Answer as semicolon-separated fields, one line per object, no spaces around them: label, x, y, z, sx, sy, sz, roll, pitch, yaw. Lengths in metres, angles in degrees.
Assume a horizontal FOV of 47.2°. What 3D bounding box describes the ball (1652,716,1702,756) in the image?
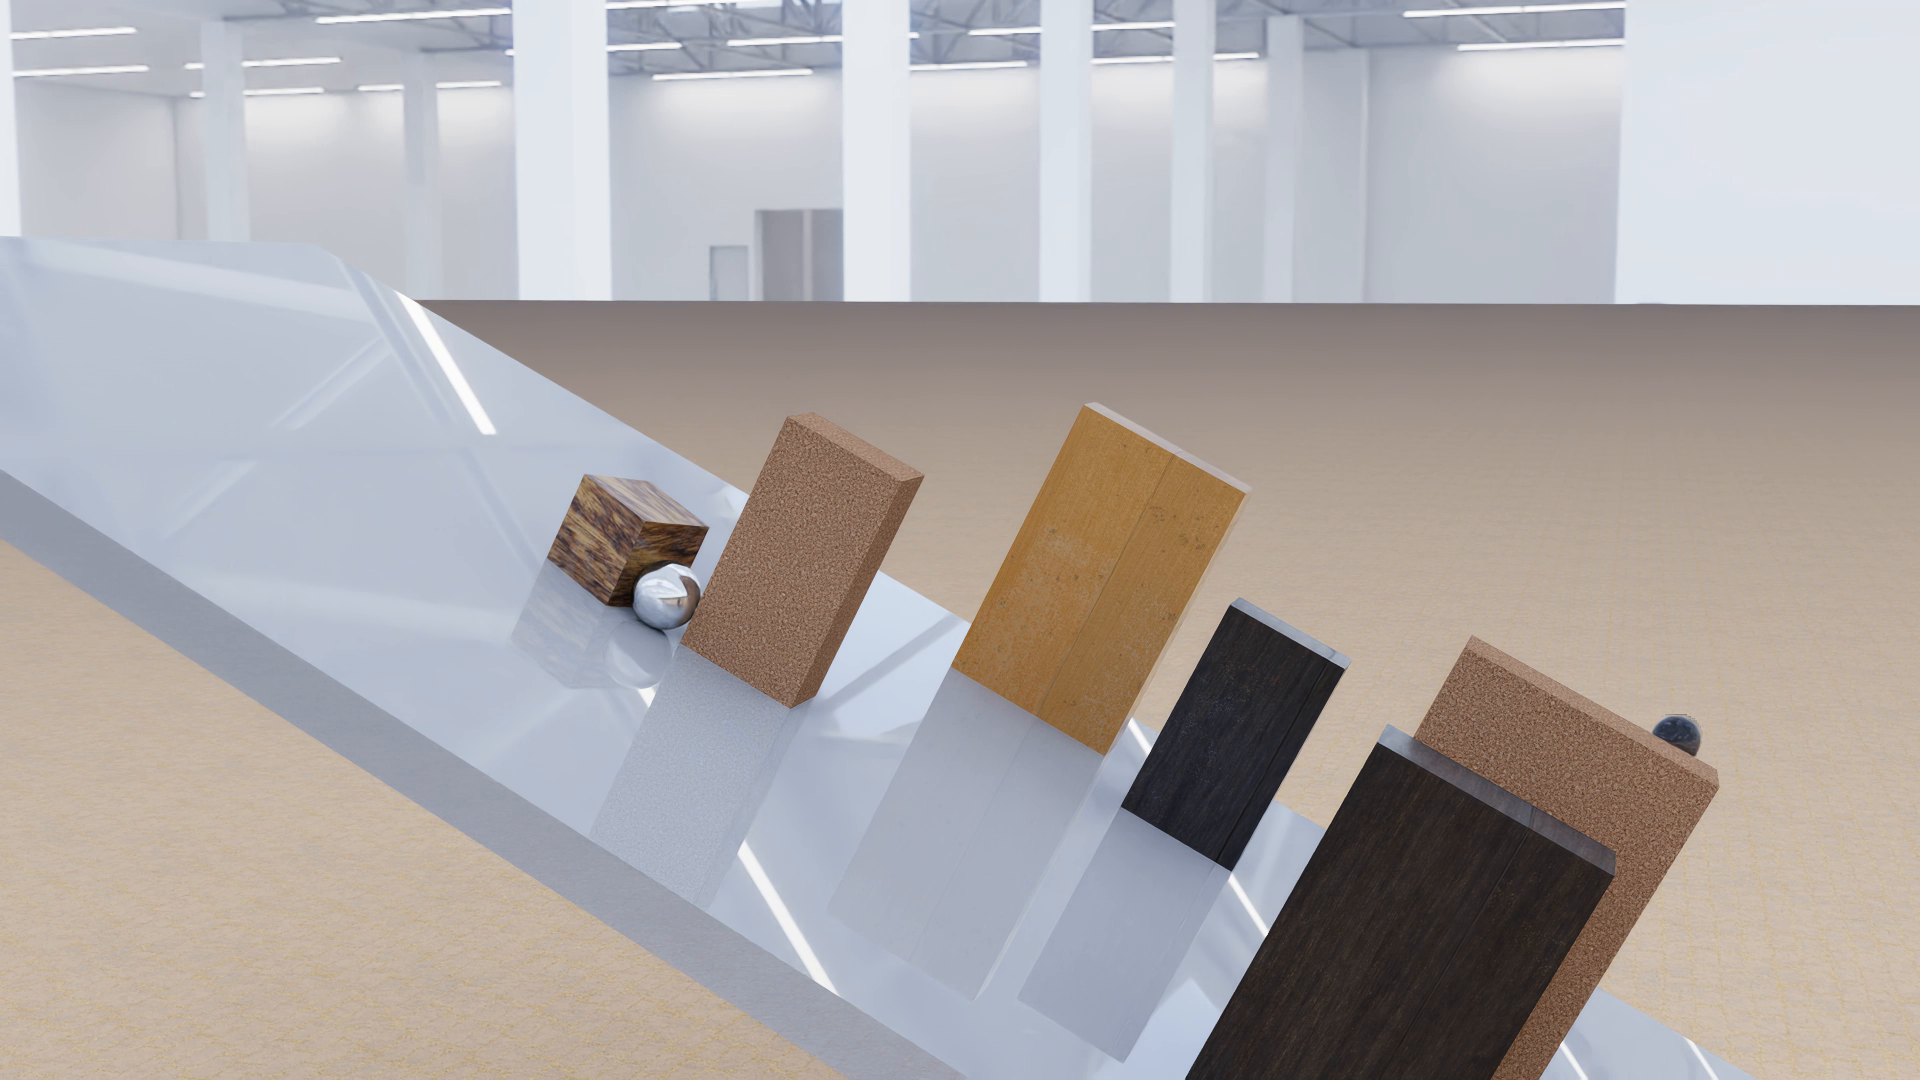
ball;2.713;0.757;8.334;0.184;0.184;0.184;0;7;0

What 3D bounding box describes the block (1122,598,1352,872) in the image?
block;0.549;0.386;4.383;0.255;0.471;0.109;30;14;12

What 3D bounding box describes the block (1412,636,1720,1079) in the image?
block;0.806;0.593;3.482;0.423;0.768;0.126;30;14;12

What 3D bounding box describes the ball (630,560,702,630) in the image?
ball;-0.549;0.103;4.113;0.131;0.131;0.131;0;7;0

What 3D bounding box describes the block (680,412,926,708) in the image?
block;-0.294;0.036;4.091;0.247;0.481;0.134;30;14;12

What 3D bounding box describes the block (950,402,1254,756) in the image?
block;0.299;0.082;4.675;0.386;0.639;0.109;30;14;12

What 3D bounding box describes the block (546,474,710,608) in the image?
block;-0.635;0.004;4.208;0.182;0.182;0.182;35;16;31

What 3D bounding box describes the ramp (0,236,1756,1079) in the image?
ramp;-0.231;0.386;4.152;4.000;0.100;2.000;30;14;12

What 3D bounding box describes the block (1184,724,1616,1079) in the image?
block;0.615;0.646;3.178;0.364;0.654;0.135;30;14;12
